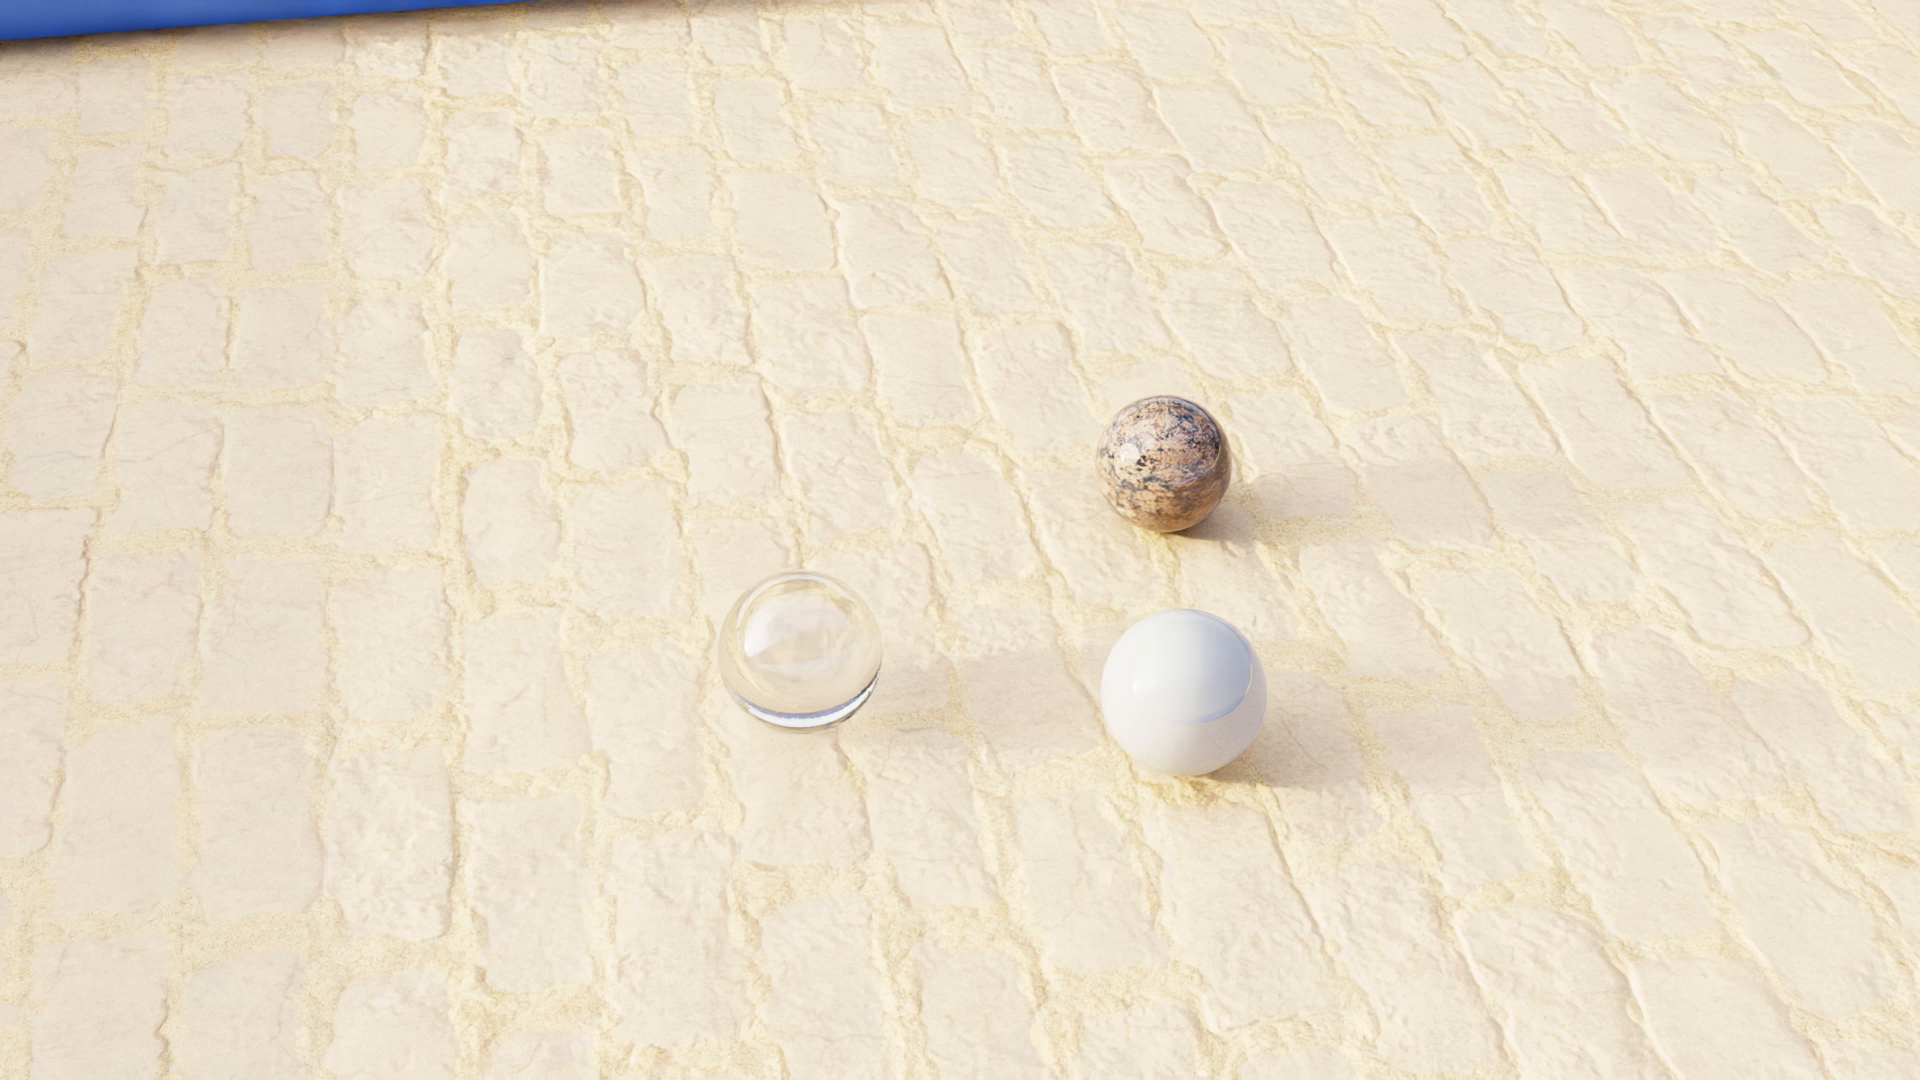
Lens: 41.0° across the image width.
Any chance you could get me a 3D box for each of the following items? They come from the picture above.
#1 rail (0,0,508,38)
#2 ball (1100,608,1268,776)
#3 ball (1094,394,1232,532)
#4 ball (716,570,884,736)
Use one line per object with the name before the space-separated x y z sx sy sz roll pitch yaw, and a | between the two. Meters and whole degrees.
rail | 0.705 -0.621 2.319 3.505 0.128 0.045 -6 37 -8
ball | 0.122 0.083 1.393 0.091 0.091 0.091 0 36 0
ball | 0.125 -0.047 1.575 0.085 0.085 0.085 0 36 0
ball | -0.088 0.062 1.420 0.092 0.092 0.092 0 36 0
